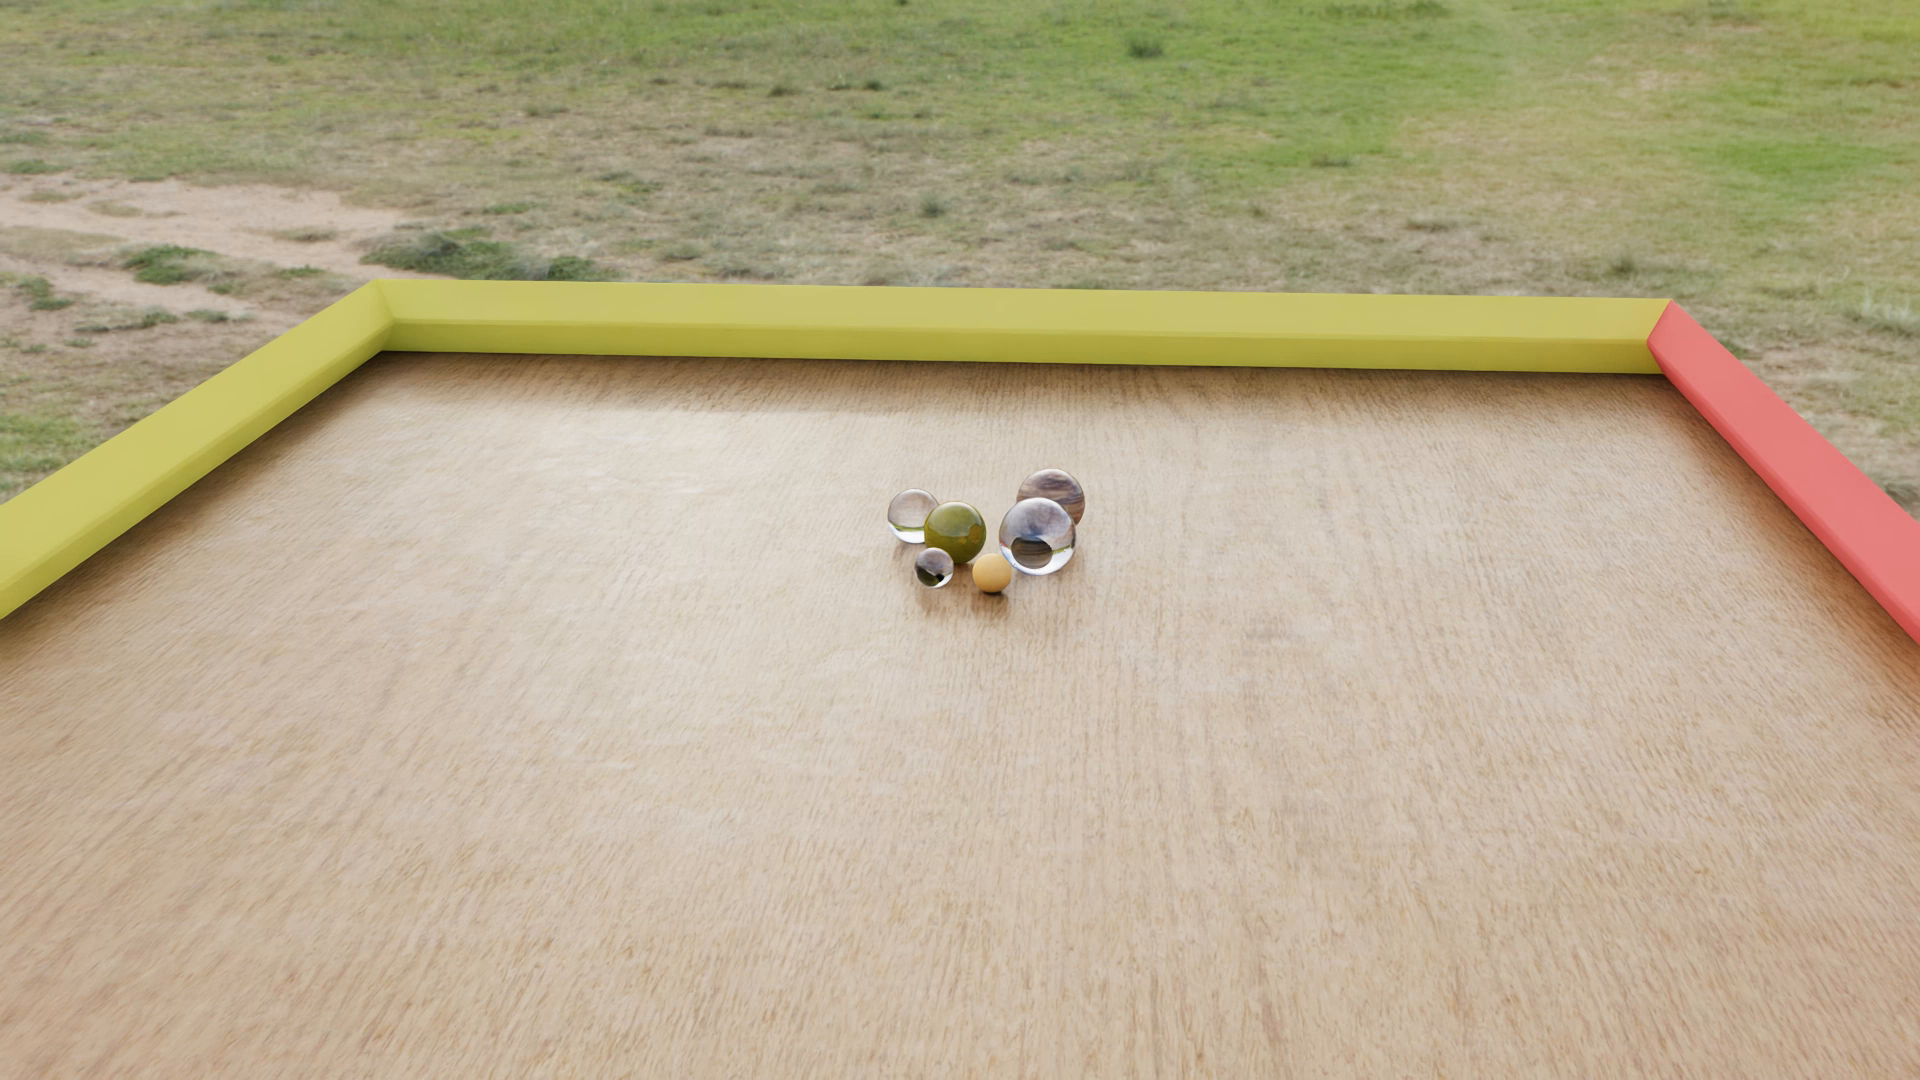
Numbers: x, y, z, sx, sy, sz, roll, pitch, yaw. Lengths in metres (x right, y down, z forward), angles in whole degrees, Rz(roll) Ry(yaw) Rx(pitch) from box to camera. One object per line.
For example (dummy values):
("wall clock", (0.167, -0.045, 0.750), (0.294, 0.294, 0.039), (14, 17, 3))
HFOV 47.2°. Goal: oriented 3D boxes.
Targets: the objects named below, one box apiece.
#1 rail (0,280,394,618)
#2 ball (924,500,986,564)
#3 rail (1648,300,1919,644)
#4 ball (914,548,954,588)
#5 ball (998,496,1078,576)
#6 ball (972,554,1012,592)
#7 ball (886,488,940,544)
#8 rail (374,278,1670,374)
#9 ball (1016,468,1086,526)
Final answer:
("rail", (-1.174, 0.292, 1.786), (0.045, 0.127, 4.420), (1, 18, 4))
("ball", (-0.006, -0.009, 2.777), (0.081, 0.081, 0.081), (0, 18, 0))
("rail", (1.004, 0.344, 1.627), (0.045, 0.127, 4.420), (1, 18, 4))
("ball", (-0.032, 0.034, 2.697), (0.050, 0.050, 0.050), (0, 18, 0))
("ball", (0.097, -0.005, 2.736), (0.098, 0.098, 0.098), (0, 18, 0))
("ball", (0.039, 0.040, 2.679), (0.048, 0.048, 0.048), (0, 18, 0))
("ball", (-0.059, -0.031, 2.860), (0.072, 0.072, 0.072), (0, 18, 0))
("rail", (0.083, -0.364, 3.777), (2.232, 0.127, 0.045), (1, 18, 4))
("ball", (0.119, -0.049, 2.880), (0.091, 0.091, 0.091), (0, 18, 0))
